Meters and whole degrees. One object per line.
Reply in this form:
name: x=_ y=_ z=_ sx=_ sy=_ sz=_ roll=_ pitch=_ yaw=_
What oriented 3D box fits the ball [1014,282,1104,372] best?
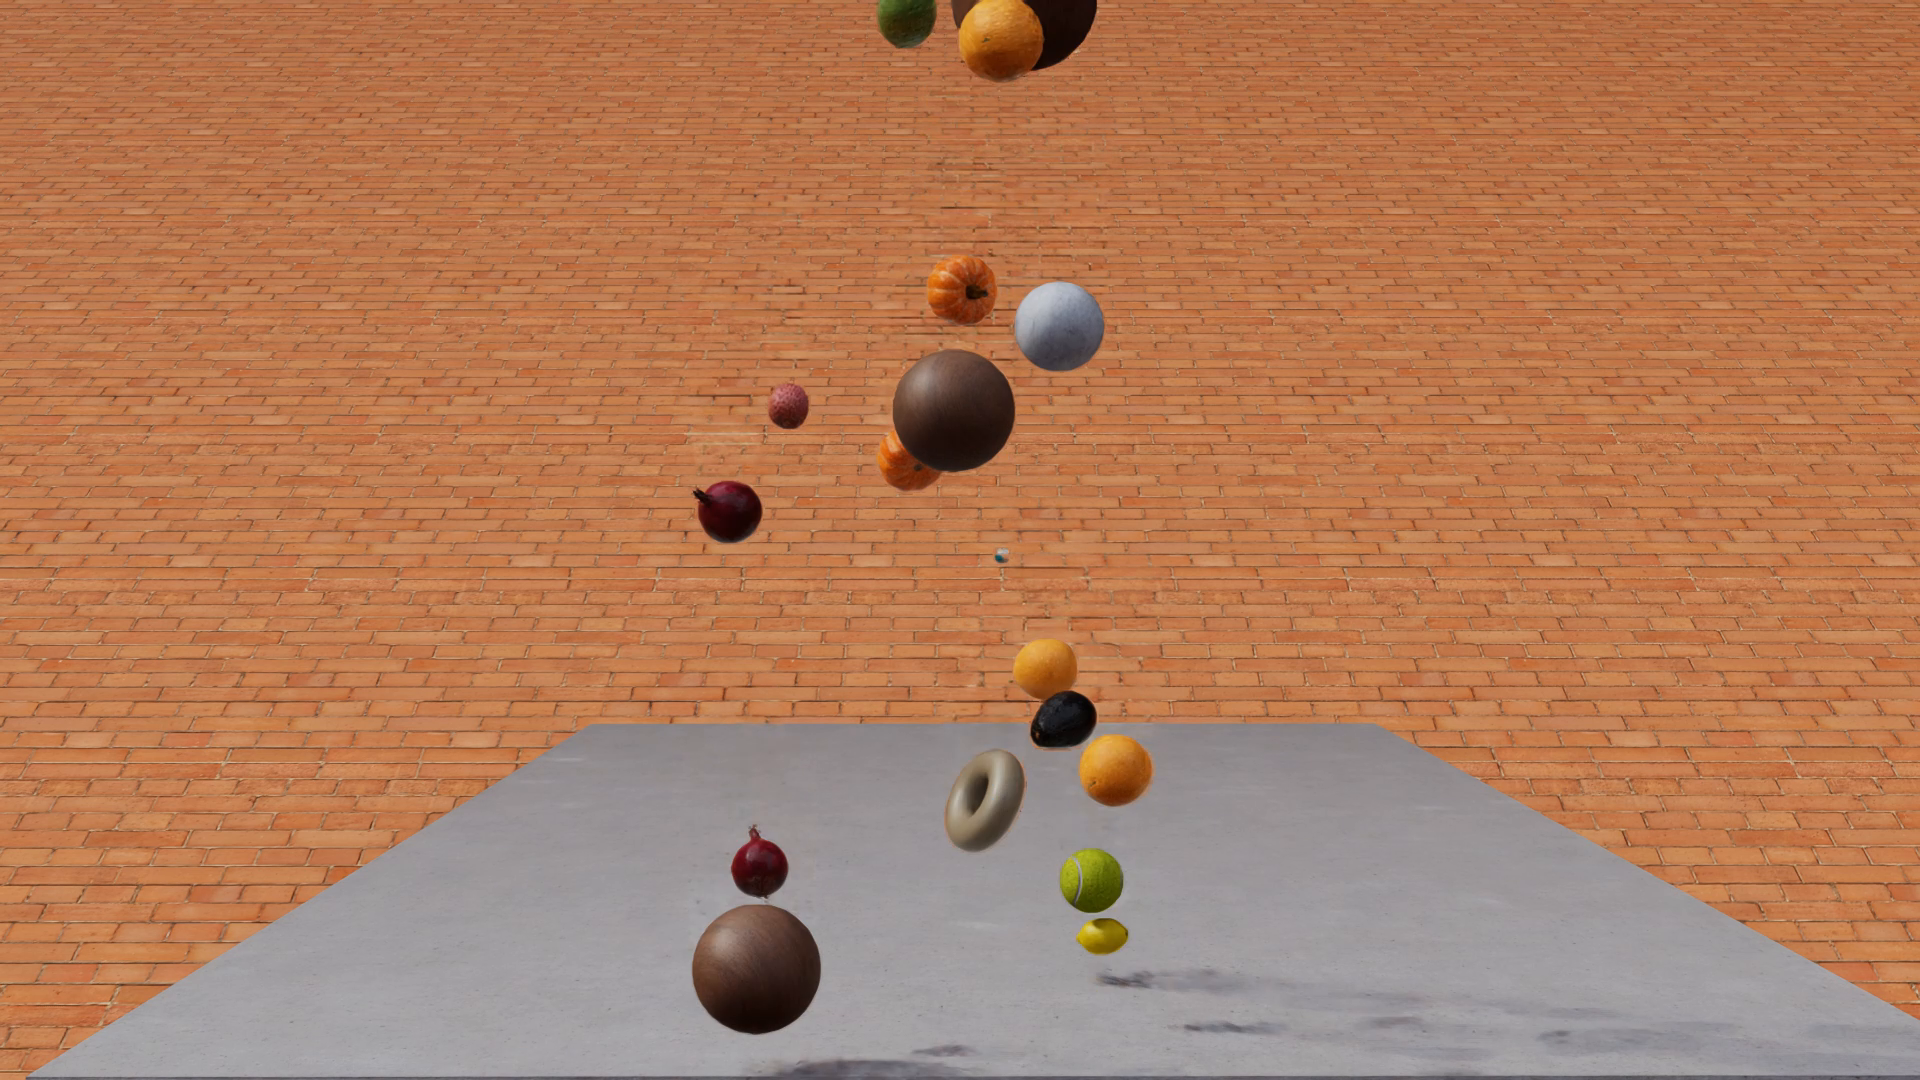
ball: x=0.106 y=-0.228 z=2.761 sx=0.096 sy=0.096 sz=0.096 roll=0 pitch=27 yaw=0

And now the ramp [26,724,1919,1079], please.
ramp: x=0.061 y=0.553 z=4.589 sx=2.000 sy=0.100 sz=4.000 roll=0 pitch=1 yaw=0

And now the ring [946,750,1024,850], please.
ring: x=0.029 y=0.311 z=3.087 sx=0.043 sy=0.130 sz=0.130 roll=28 pitch=17 yaw=-25
